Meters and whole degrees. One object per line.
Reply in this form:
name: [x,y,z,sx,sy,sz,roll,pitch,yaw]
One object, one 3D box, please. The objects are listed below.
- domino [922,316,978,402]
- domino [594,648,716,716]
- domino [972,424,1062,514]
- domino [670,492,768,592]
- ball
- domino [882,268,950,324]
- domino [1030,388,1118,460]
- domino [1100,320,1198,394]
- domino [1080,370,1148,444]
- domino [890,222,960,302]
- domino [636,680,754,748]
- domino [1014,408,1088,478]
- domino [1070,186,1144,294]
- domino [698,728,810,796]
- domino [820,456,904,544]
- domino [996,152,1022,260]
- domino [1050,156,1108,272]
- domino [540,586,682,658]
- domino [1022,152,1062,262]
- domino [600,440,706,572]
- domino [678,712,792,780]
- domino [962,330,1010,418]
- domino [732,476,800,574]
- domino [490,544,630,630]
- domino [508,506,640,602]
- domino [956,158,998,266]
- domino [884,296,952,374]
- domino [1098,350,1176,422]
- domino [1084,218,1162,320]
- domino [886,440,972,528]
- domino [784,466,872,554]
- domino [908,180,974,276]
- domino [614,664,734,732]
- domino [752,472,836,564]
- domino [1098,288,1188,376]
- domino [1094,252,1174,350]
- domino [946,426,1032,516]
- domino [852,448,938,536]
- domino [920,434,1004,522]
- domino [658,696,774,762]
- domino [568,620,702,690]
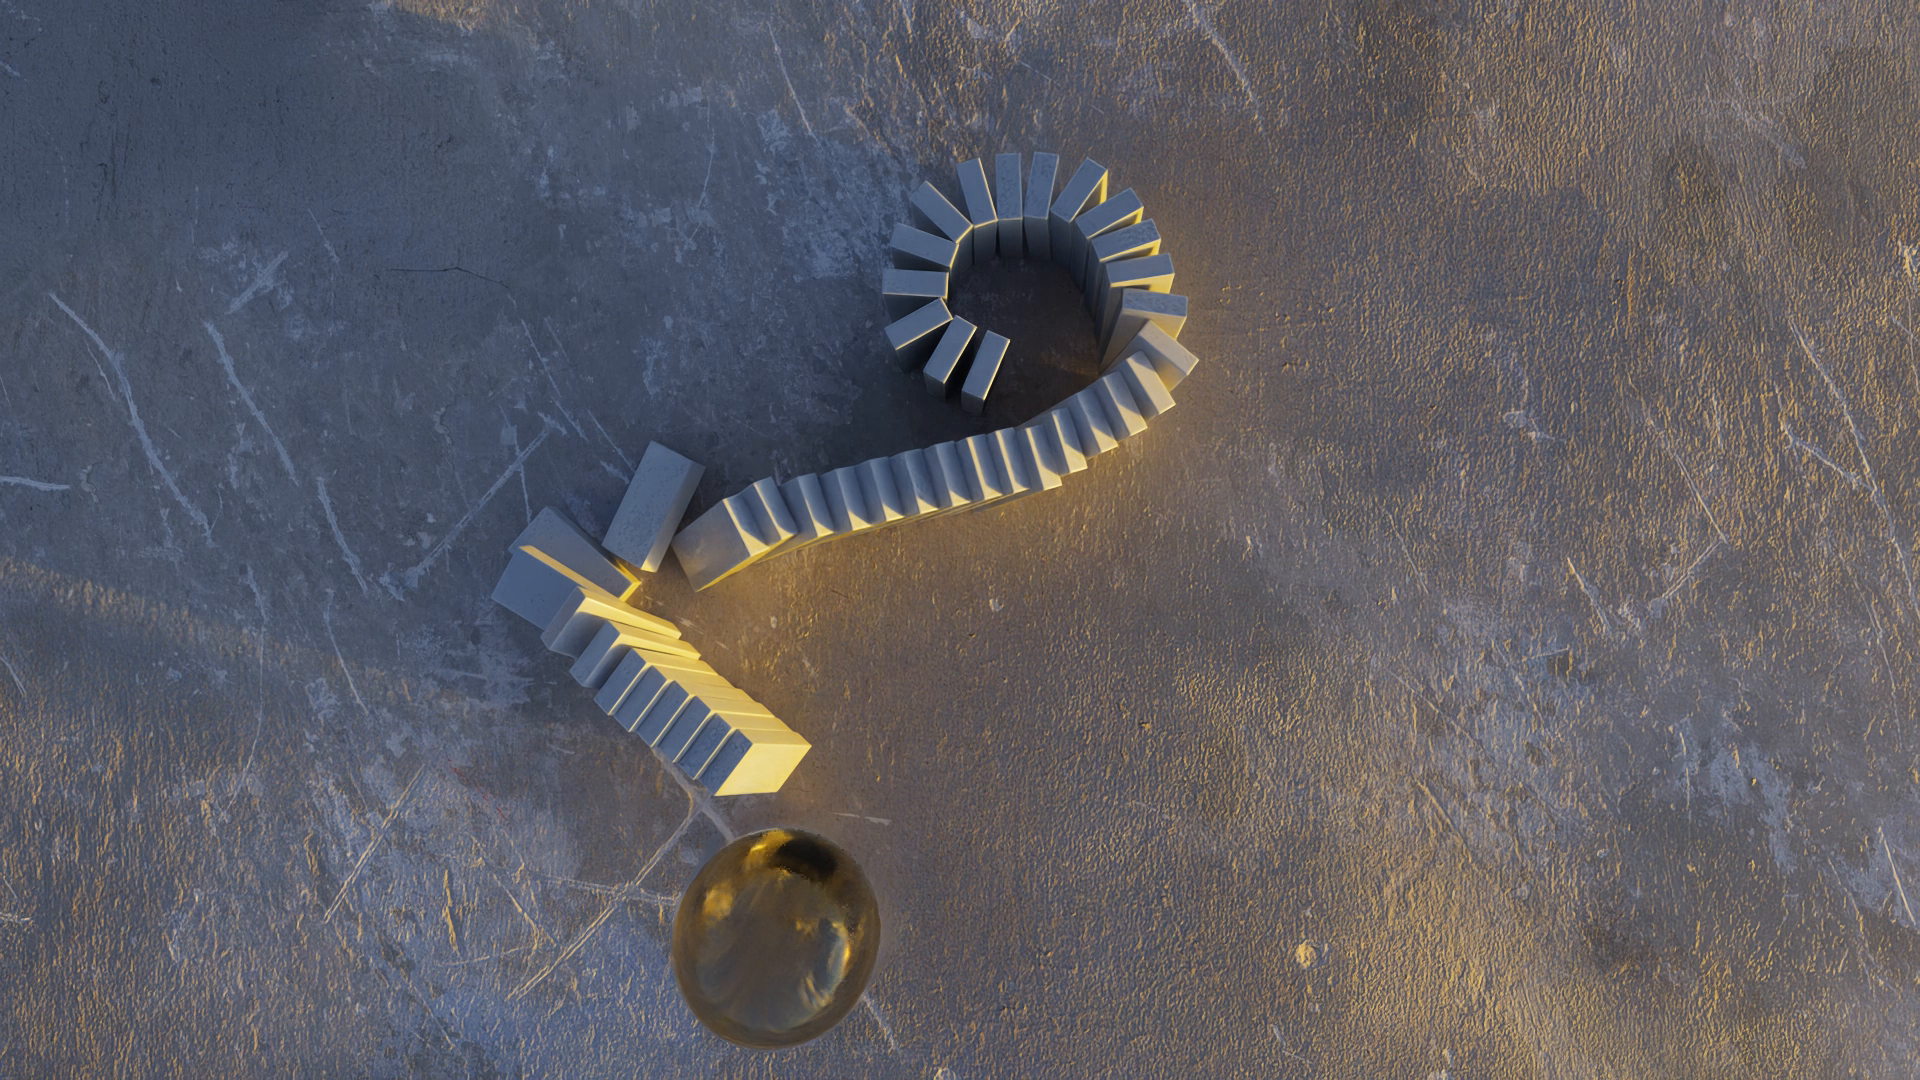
domino: [-0.004,-0.073,0.375,0.009,0.050,0.025,30,90,0]
domino: [-0.123,0.060,0.375,0.009,0.050,0.025,37,90,22]
domino: [0.019,-0.028,0.377,0.010,0.050,0.025,-17,90,-34]
domino: [-0.101,0.002,0.379,0.050,0.010,0.025,-27,90,44]
ball: [-0.071,0.155,0.360,0.080,0.080,0.080,0,90,0]
domino: [-0.017,-0.098,0.375,0.025,0.050,0.010,4,90,0]
domino: [0.041,-0.041,0.377,0.009,0.050,0.025,-23,90,-33]
domino: [0.073,-0.066,0.375,0.025,0.050,0.009,39,66,-1]
domino: [0.053,-0.048,0.376,0.009,0.050,0.025,-26,90,-29]
domino: [-0.014,-0.113,0.375,0.025,0.050,0.009,20,90,0]
domino: [-0.107,0.072,0.375,0.009,0.050,0.025,37,90,22]
domino: [0.029,-0.035,0.377,0.010,0.050,0.025,-17,90,-34]
domino: [0.059,-0.121,0.375,0.025,0.050,0.009,-29,80,0]
domino: [-0.083,0.091,0.375,0.010,0.050,0.025,37,90,22]
domino: [-0.045,-0.016,0.378,0.010,0.050,0.025,-16,90,-43]
domino: [0.020,-0.135,0.375,0.009,0.050,0.025,-2,90,4]
domino: [0.048,-0.131,0.375,0.009,0.050,0.025,36,90,9]
domino: [-0.143,0.039,0.378,0.009,0.050,0.025,36,90,38]
domino: [0.034,-0.135,0.375,0.009,0.050,0.025,11,90,8]
domino: [-0.131,-0.014,0.391,0.025,0.009,0.050,26,90,24]
domino: [-0.091,0.085,0.375,0.010,0.050,0.025,37,90,22]
domino: [0.010,-0.067,0.375,0.010,0.050,0.025,23,90,0]
domino: [-0.089,-0.005,0.379,0.050,0.010,0.025,-27,90,44]
domino: [-0.168,0.026,0.386,0.050,0.009,0.025,31,96,1]
domino: [-0.166,0.011,0.395,0.050,0.009,0.025,42,90,0]
domino: [0.007,-0.133,0.375,0.009,0.050,0.025,-16,90,1]
domino: [-0.016,-0.083,0.375,0.025,0.050,0.009,-29,90,0]
domino: [0.064,-0.055,0.375,0.009,0.050,0.025,-32,90,-26]
domino: [0.065,-0.109,0.375,0.025,0.050,0.009,-19,75,0]
domino: [-0.017,-0.022,0.377,0.009,0.050,0.025,-16,90,-37]
domino: [-0.059,-0.012,0.379,0.009,0.050,0.025,-16,90,-45]
domino: [-0.007,-0.126,0.375,0.025,0.050,0.010,44,91,0]
domino: [-0.115,0.066,0.375,0.009,0.050,0.025,37,90,22]
domino: [-0.073,-0.008,0.379,0.050,0.009,0.025,-19,90,44]
domino: [0.074,-0.083,0.375,0.025,0.050,0.009,8,69,0]
domino: [0.070,-0.096,0.375,0.025,0.050,0.010,-9,71,0]
domino: [0.007,-0.027,0.377,0.009,0.050,0.025,-17,90,-34]
domino: [-0.031,-0.019,0.378,0.009,0.050,0.025,-16,90,-40]
domino: [-0.004,-0.025,0.377,0.010,0.050,0.025,-17,90,-34]
domino: [-0.099,0.078,0.375,0.010,0.050,0.025,37,90,22]
domino: [-0.132,0.050,0.376,0.010,0.050,0.025,37,90,27]
